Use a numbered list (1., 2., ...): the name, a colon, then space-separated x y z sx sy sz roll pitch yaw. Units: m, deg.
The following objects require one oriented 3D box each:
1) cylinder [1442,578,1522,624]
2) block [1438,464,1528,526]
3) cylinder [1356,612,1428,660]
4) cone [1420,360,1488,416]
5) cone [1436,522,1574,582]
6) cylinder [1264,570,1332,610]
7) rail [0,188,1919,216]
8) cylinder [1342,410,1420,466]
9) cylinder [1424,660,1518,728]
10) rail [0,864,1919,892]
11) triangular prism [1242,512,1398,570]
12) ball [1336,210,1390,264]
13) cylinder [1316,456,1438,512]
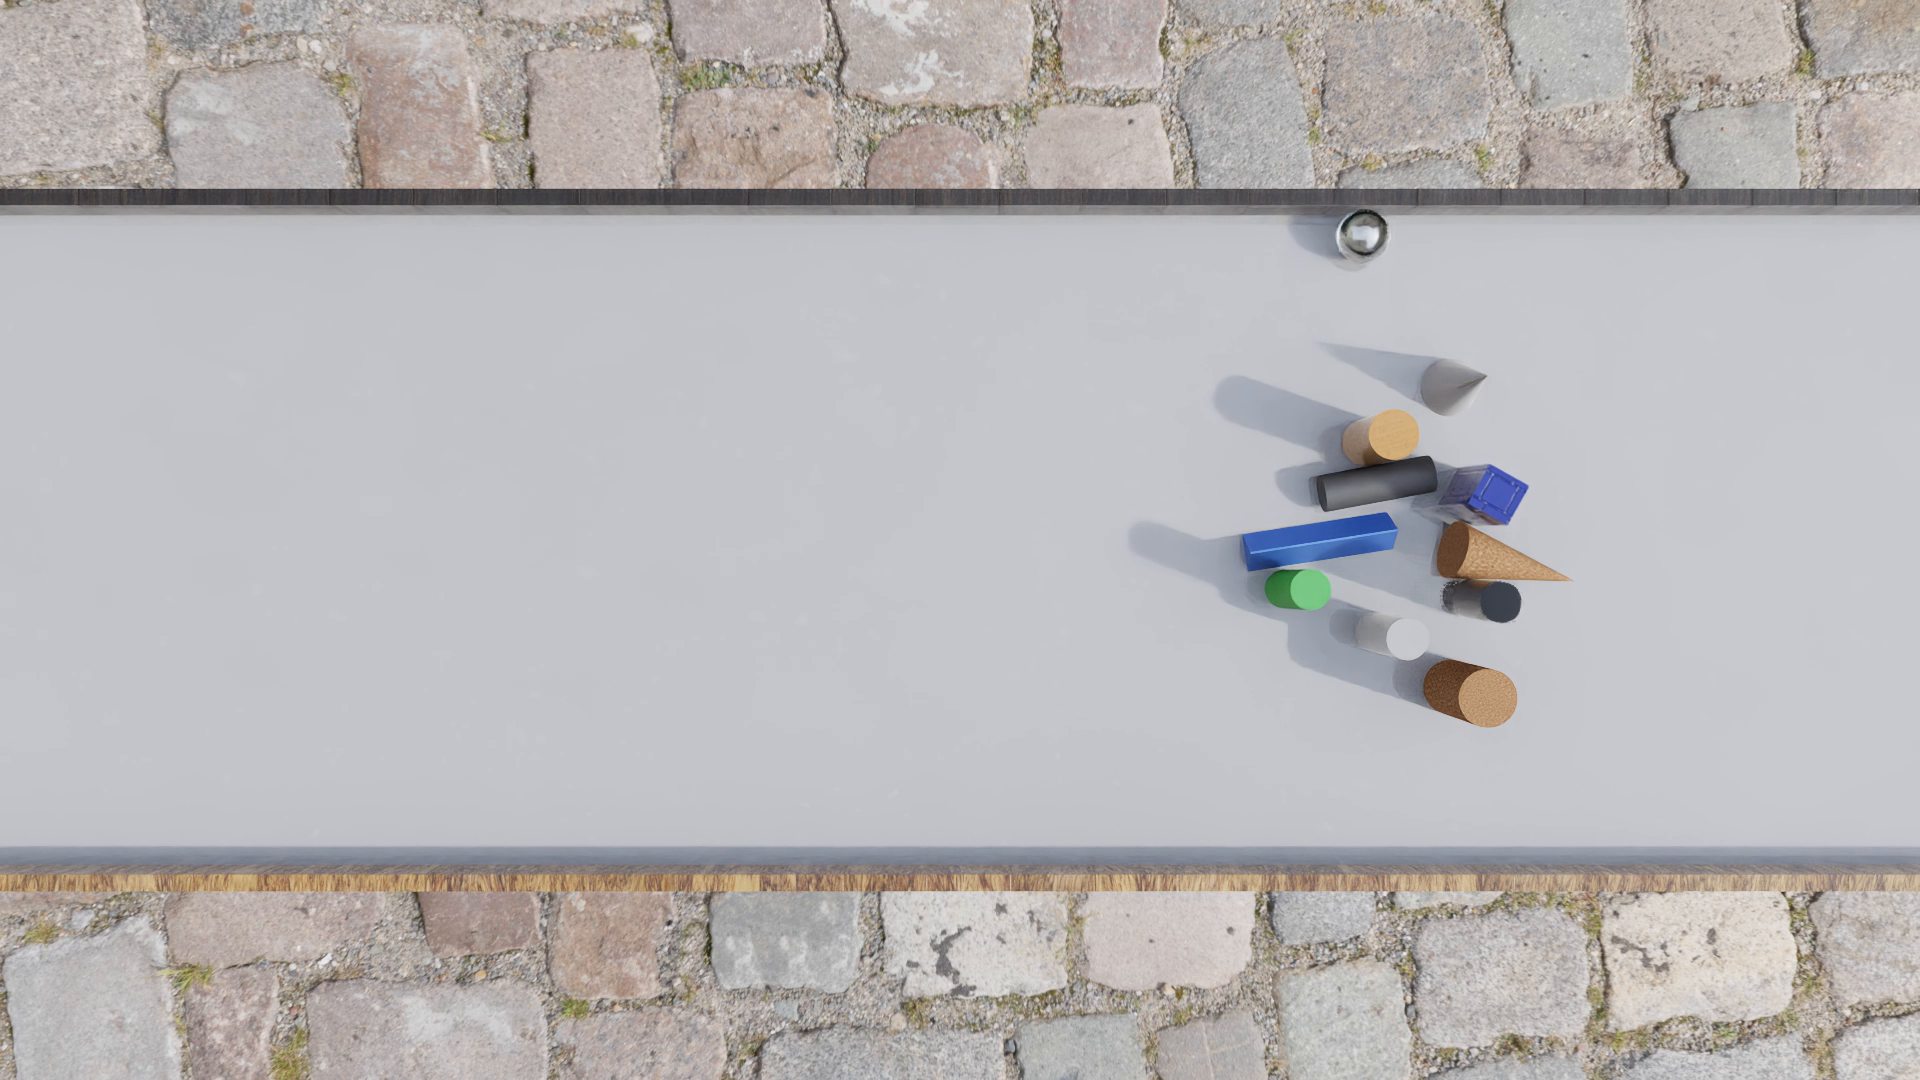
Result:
1. cylinder: 1.544 0.177 4.892 0.118 0.369 0.118 0 90 0
2. block: 1.558 -0.132 4.922 0.131 0.309 0.131 29 90 0
3. cylinder: 1.279 0.283 4.894 0.122 0.364 0.122 0 90 0
4. cone: 1.505 -0.469 4.889 0.177 0.375 0.177 0 90 0
5. cone: 1.693 0.078 5.033 0.425 0.178 0.178 14 90 -12
6. cylinder: 1.000 0.146 4.893 0.118 0.363 0.118 0 89 -1
7. rail: -2.247 -1.025 5.002 12.000 0.150 0.050 0 90 0
8. cylinder: 1.248 -0.301 4.906 0.146 0.340 0.146 0 89 0
9. cylinder: 1.510 0.453 4.896 0.169 0.361 0.169 0 90 0
10. rail: -2.247 1.025 5.001 12.000 0.150 0.050 0 90 0
11. triangular prism: 1.099 0.005 5.025 0.450 0.098 0.113 -9 90 0
12. ball: 1.221 -0.920 4.996 0.161 0.161 0.161 0 90 0
13. cylinder: 1.267 -0.171 5.020 0.338 0.114 0.114 -11 90 0
